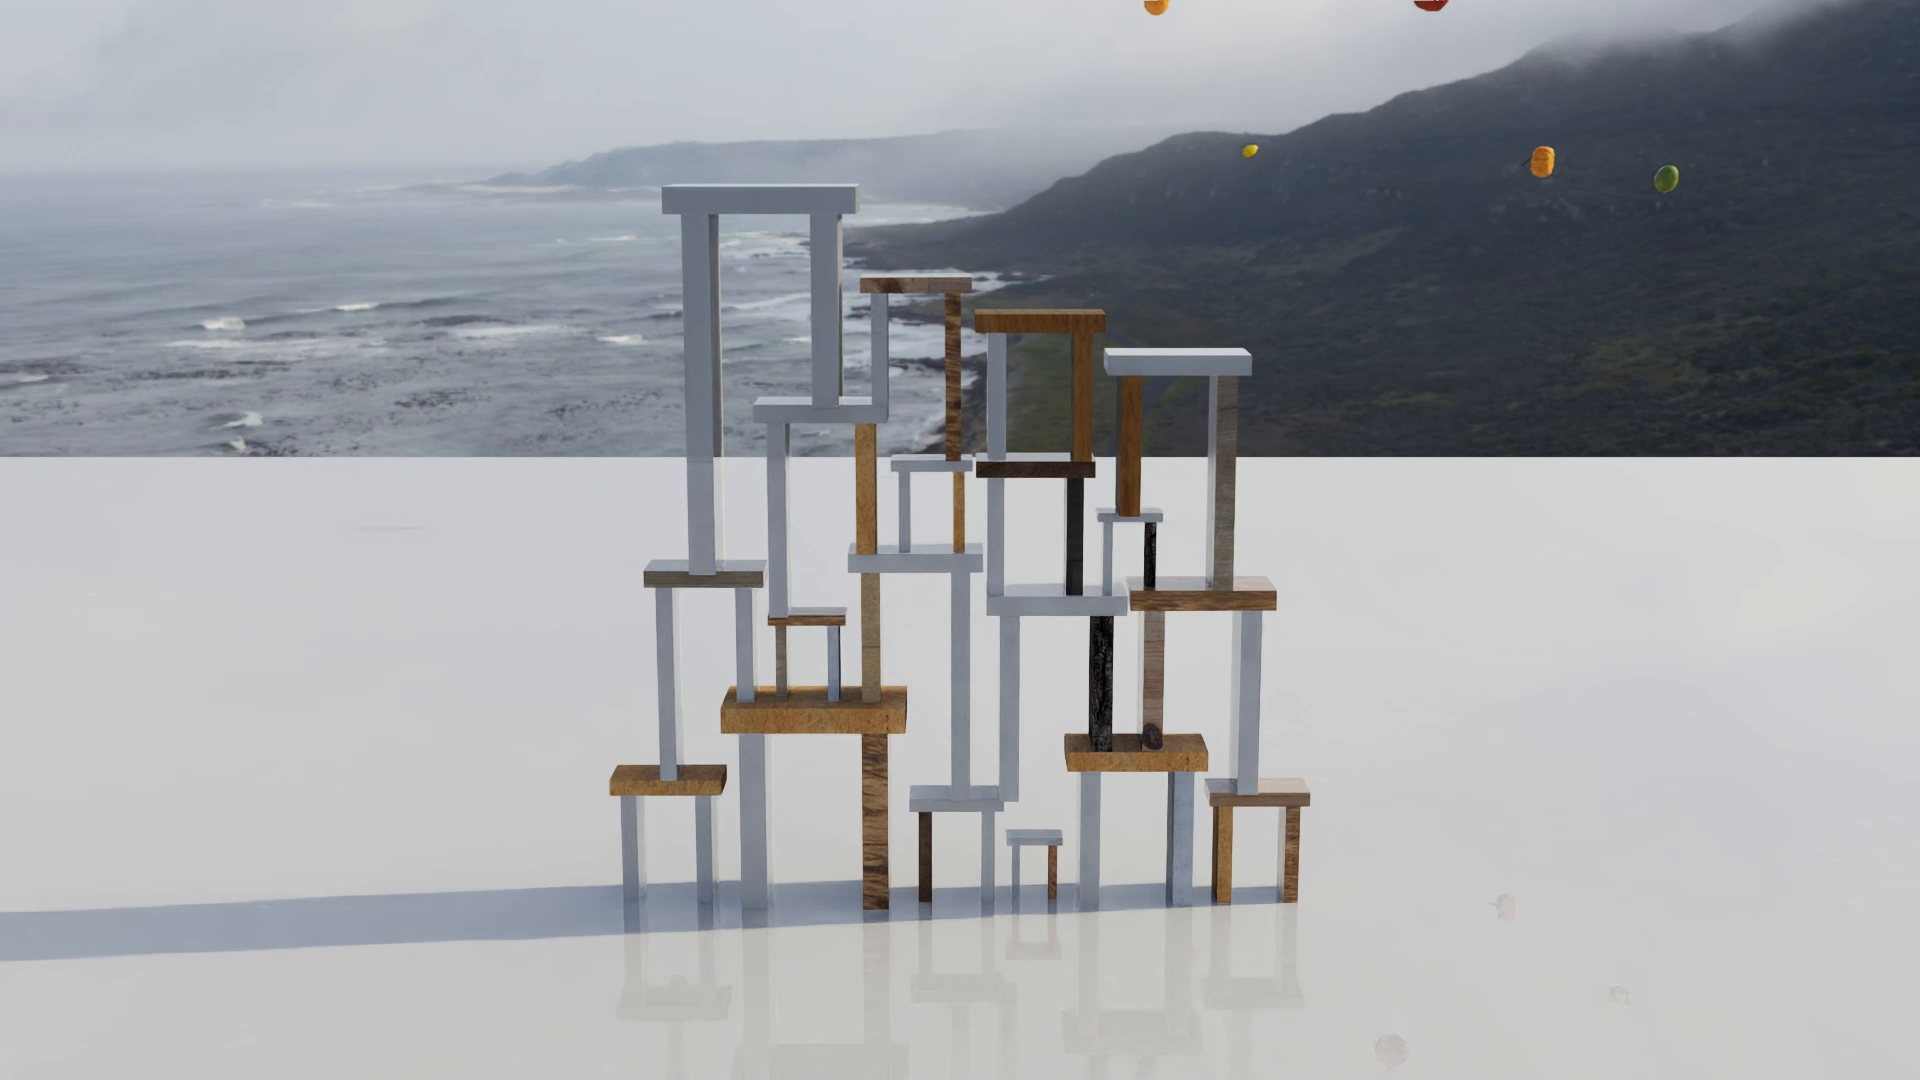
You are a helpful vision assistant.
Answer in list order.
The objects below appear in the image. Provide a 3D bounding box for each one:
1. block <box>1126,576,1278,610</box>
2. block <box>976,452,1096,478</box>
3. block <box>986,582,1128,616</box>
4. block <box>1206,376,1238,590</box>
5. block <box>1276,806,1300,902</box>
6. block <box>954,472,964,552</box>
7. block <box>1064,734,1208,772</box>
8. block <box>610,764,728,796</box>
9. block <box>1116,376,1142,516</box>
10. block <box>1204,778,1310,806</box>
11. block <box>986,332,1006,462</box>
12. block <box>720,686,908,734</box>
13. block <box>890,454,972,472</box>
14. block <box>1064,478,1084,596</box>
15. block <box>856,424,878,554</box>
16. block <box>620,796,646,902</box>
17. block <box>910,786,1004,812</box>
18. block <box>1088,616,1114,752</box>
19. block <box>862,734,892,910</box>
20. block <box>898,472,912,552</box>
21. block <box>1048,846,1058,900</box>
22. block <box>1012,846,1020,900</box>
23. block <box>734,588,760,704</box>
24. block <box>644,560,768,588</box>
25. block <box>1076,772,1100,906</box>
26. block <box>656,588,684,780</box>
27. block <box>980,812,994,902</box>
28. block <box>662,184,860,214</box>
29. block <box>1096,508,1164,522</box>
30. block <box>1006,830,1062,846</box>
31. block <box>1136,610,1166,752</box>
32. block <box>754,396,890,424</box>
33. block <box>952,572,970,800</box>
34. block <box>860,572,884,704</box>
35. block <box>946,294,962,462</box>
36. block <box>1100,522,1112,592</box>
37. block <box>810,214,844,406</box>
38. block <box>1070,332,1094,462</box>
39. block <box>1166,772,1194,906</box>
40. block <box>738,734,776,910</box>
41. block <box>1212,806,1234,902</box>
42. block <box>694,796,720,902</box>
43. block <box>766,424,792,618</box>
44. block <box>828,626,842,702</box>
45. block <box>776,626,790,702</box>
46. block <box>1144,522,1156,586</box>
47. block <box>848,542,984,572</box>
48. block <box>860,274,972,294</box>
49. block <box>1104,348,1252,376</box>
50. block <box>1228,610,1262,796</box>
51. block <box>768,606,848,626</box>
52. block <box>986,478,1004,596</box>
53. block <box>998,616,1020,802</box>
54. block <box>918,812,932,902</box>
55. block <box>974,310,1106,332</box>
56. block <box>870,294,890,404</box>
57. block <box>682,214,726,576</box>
[{"bbox_3d":[0.390,0.086,3.579,0.234,0.033,0.117,0,11,0],"label":"block"},{"bbox_3d":[0.120,-0.120,3.538,0.190,0.027,0.095,0,11,0],"label":"block"},{"bbox_3d":[0.155,0.096,3.577,0.226,0.032,0.113,0,11,0],"label":"block"},{"bbox_3d":[0.421,-0.099,3.541,0.032,0.345,0.113,0,11,0],"label":"block"},{"bbox_3d":[0.545,0.509,3.652,0.023,0.165,0.082,0,11,0],"label":"block"},{"bbox_3d":[-0.001,-0.051,3.546,0.018,0.130,0.065,0,11,0],"label":"block"},{"bbox_3d":[0.289,0.350,3.623,0.229,0.032,0.114,0,11,0],"label":"block"},{"bbox_3d":[-0.482,0.397,3.638,0.183,0.026,0.091,0,11,0],"label":"block"},{"bbox_3d":[0.271,-0.158,3.530,0.032,0.225,0.112,0,11,0],"label":"block"},{"bbox_3d":[0.490,0.417,3.635,0.165,0.023,0.082,0,11,0],"label":"block"},{"bbox_3d":[0.058,-0.234,3.515,0.029,0.204,0.102,0,11,0],"label":"block"},{"bbox_3d":[-0.237,0.278,3.609,0.297,0.042,0.148,0,11,0],"label":"block"},{"bbox_3d":[-0.045,-0.124,3.533,0.131,0.018,0.065,0,11,0],"label":"block"},{"bbox_3d":[0.184,-0.014,3.558,0.027,0.190,0.095,0,11,0],"label":"block"},{"bbox_3d":[-0.150,-0.090,3.541,0.030,0.211,0.105,0,11,0],"label":"block"},{"bbox_3d":[-0.542,0.499,3.657,0.026,0.183,0.091,0,10,0],"label":"block"},{"bbox_3d":[-0.006,0.427,3.637,0.155,0.022,0.077,0,11,0],"label":"block"},{"bbox_3d":[0.231,0.222,3.600,0.032,0.226,0.113,0,11,0],"label":"block"},{"bbox_3d":[-0.138,0.444,3.639,0.042,0.297,0.149,0,11,0],"label":"block"},{"bbox_3d":[-0.089,-0.050,3.547,0.018,0.131,0.065,0,11,0],"label":"block"},{"bbox_3d":[0.154,0.545,3.657,0.013,0.093,0.046,0,11,0],"label":"block"},{"bbox_3d":[0.092,0.545,3.657,0.013,0.093,0.046,0,11,0],"label":"block"},{"bbox_3d":[-0.348,0.162,3.593,0.027,0.192,0.096,0,11,0],"label":"block"},{"bbox_3d":[-0.412,0.054,3.572,0.192,0.027,0.096,0,11,0],"label":"block"},{"bbox_3d":[0.213,0.478,3.647,0.032,0.229,0.114,0,11,0],"label":"block"},{"bbox_3d":[-0.476,0.226,3.605,0.027,0.322,0.096,0,11,0],"label":"block"},{"bbox_3d":[0.046,0.514,3.653,0.022,0.155,0.077,0,11,0],"label":"block"},{"bbox_3d":[-0.310,-0.536,3.456,0.298,0.042,0.149,0,11,0],"label":"block"},{"bbox_3d":[0.273,-0.041,3.555,0.105,0.015,0.053,0,11,-1],"label":"block"},{"bbox_3d":[0.123,0.493,3.647,0.093,0.013,0.046,0,11,0],"label":"block"},{"bbox_3d":[0.312,0.218,3.603,0.033,0.234,0.117,0,11,0],"label":"block"},{"bbox_3d":[-0.221,-0.208,3.519,0.211,0.030,0.105,0,11,0],"label":"block"},{"bbox_3d":[0.001,0.229,3.606,0.031,0.379,0.108,0,11,0],"label":"block"},{"bbox_3d":[-0.143,0.149,3.592,0.031,0.217,0.108,0,10,0],"label":"block"},{"bbox_3d":[-0.011,-0.263,3.505,0.025,0.266,0.087,0,11,0],"label":"block"},{"bbox_3d":[0.238,0.023,3.566,0.015,0.115,0.053,0,11,0],"label":"block"},{"bbox_3d":[-0.210,-0.369,3.487,0.042,0.298,0.149,0,11,0],"label":"block"},{"bbox_3d":[0.194,-0.234,3.515,0.029,0.204,0.102,0,11,0],"label":"block"},{"bbox_3d":[0.365,0.478,3.647,0.032,0.229,0.114,0,11,0],"label":"block"},{"bbox_3d":[-0.336,0.444,3.639,0.042,0.297,0.149,0,11,0],"label":"block"},{"bbox_3d":[0.435,0.509,3.652,0.023,0.165,0.082,0,11,0],"label":"block"},{"bbox_3d":[-0.420,0.499,3.657,0.026,0.183,0.091,0,11,0],"label":"block"},{"bbox_3d":[-0.291,-0.039,3.551,0.030,0.314,0.105,0,11,0],"label":"block"},{"bbox_3d":[-0.206,0.195,3.593,0.018,0.126,0.063,0,11,0],"label":"block"},{"bbox_3d":[-0.289,0.195,3.593,0.018,0.126,0.063,0,11,0],"label":"block"},{"bbox_3d":[0.308,0.019,3.565,0.015,0.105,0.053,0,11,0],"label":"block"},{"bbox_3d":[-0.071,0.027,3.569,0.217,0.031,0.108,0,11,0],"label":"block"},{"bbox_3d":[-0.069,-0.406,3.479,0.175,0.025,0.087,0,11,0],"label":"block"},{"bbox_3d":[0.346,-0.284,3.506,0.225,0.032,0.113,0,11,0],"label":"block"},{"bbox_3d":[0.468,0.254,3.610,0.033,0.307,0.117,0,11,0],"label":"block"},{"bbox_3d":[-0.248,0.124,3.580,0.126,0.018,0.063,0,11,0],"label":"block"},{"bbox_3d":[0.057,-0.014,3.558,0.027,0.190,0.095,0,11,0],"label":"block"},{"bbox_3d":[0.080,0.264,3.608,0.032,0.310,0.113,0,11,0],"label":"block"},{"bbox_3d":[-0.057,0.514,3.653,0.022,0.155,0.077,0,11,0],"label":"block"},{"bbox_3d":[0.126,-0.348,3.494,0.204,0.029,0.102,0,11,0],"label":"block"},{"bbox_3d":[-0.127,-0.308,3.498,0.025,0.175,0.087,0,11,0],"label":"block"},{"bbox_3d":[-0.409,-0.237,3.512,0.042,0.567,0.149,0,11,0],"label":"block"}]
